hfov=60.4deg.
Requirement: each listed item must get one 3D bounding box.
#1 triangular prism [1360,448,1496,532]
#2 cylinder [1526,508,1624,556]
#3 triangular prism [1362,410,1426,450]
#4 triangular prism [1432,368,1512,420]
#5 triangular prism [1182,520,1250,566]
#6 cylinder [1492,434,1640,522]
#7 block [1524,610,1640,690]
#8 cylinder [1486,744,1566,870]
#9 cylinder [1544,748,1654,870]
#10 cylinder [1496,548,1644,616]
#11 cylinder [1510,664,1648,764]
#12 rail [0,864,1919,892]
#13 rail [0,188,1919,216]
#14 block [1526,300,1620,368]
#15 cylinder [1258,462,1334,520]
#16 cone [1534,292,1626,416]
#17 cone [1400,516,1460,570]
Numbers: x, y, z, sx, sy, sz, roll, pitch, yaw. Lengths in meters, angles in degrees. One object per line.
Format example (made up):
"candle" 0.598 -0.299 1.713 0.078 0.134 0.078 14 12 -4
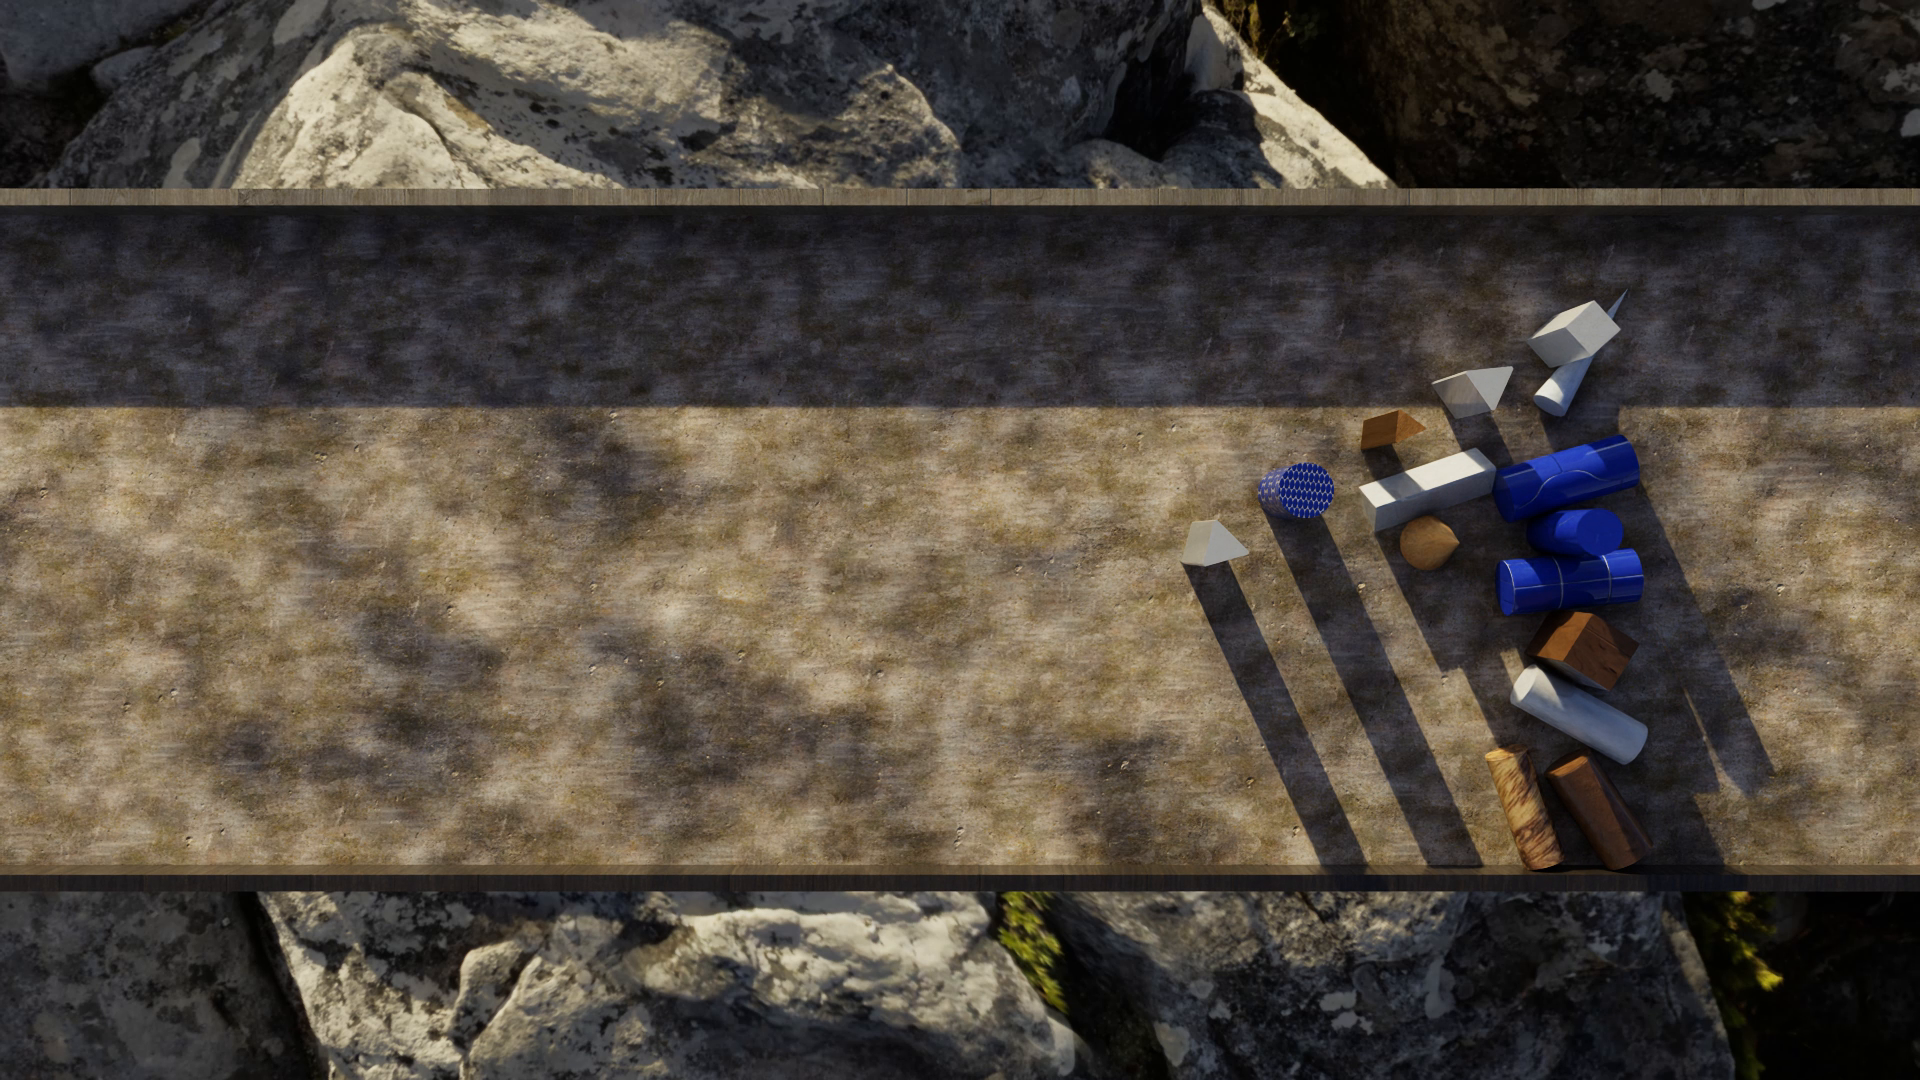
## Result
"triangular prism" 1.429 -0.154 5.011 0.381 0.125 0.144 -19 90 0
"cylinder" 1.810 -0.022 4.872 0.133 0.409 0.133 0 90 0
"triangular prism" 1.261 -0.333 4.873 0.093 0.407 0.080 -24 90 0
"triangular prism" 1.538 -0.461 4.903 0.118 0.346 0.136 -35 90 0
"triangular prism" 0.731 -0.001 4.849 0.132 0.455 0.114 -15 90 0
"cylinder" 1.829 -0.186 4.993 0.390 0.167 0.167 -16 90 0
"block" 1.846 0.323 4.911 0.162 0.331 0.162 32 90 0
"cylinder" 1.718 0.809 5.012 0.128 0.128 0.357 -19 90 0
"cylinder" 1.934 0.814 4.998 0.158 0.158 0.335 -34 90 0
"cylinder" 1.841 0.125 4.993 0.388 0.168 0.168 -6 90 0
"cylinder" 1.878 0.529 5.007 0.380 0.140 0.140 29 90 0
"rail" -2.247 1.025 5.001 12.000 0.150 0.050 0 90 0
"rail" -2.247 -1.025 5.002 12.000 0.150 0.050 0 90 0
"block" 1.820 -0.609 4.909 0.114 0.335 0.114 -42 90 0
"cylinder" 0.996 -0.143 4.910 0.160 0.333 0.160 0 90 0
"cone" 1.926 -0.593 5.050 0.109 0.109 0.456 36 83 0
"cone" 1.439 0.009 4.911 0.169 0.330 0.169 0 90 0
